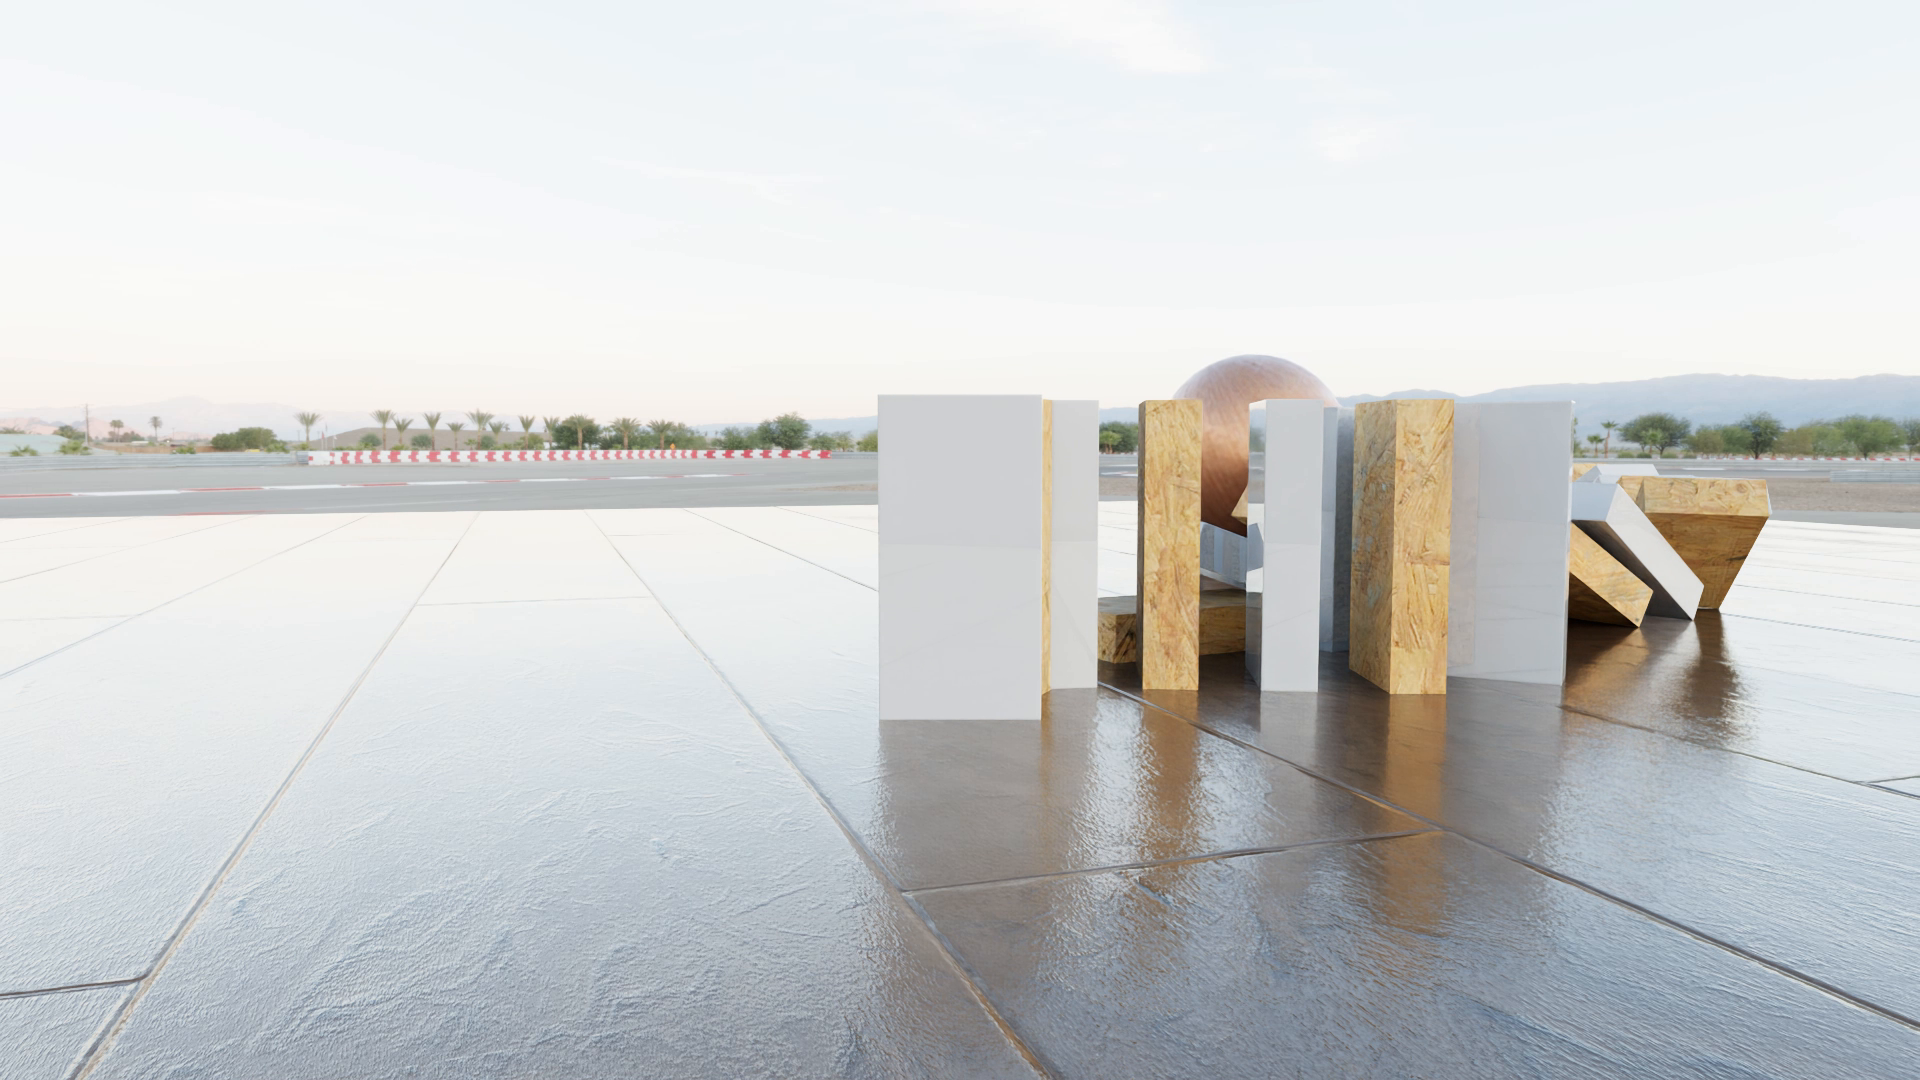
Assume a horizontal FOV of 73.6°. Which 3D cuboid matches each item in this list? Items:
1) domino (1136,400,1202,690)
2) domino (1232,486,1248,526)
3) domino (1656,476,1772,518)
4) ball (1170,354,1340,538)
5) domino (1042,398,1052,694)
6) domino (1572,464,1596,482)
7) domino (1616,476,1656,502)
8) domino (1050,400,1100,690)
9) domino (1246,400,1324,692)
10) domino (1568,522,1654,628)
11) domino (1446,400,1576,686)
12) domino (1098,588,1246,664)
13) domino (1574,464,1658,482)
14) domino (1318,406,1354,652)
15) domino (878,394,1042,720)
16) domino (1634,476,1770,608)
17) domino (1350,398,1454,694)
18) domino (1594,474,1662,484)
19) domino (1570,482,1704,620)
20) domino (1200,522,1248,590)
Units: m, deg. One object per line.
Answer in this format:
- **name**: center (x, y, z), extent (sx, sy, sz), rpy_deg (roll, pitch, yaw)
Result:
- **domino**: center (0.038, 0.000, 0.233), extent (0.010, 0.050, 0.025), rpy_deg (0, 4, 5)
- **domino**: center (0.090, 0.003, 0.297), extent (0.050, 0.010, 0.025), rpy_deg (29, -3, -12)
- **domino**: center (0.187, 0.000, 0.335), extent (0.025, 0.010, 0.050), rpy_deg (3, -26, 8)
- **ball**: center (0.122, -0.038, 0.539), extent (0.080, 0.080, 0.080), rpy_deg (0, 4, 0)
- **domino**: center (0.002, 0.001, 0.221), extent (0.025, 0.050, 0.010), rpy_deg (2, 5, 23)
- **domino**: center (0.193, -0.008, 0.433), extent (0.025, 0.010, 0.050), rpy_deg (-2, -30, -24)
- **domino**: center (0.187, -0.001, 0.355), extent (0.025, 0.009, 0.050), rpy_deg (2, -26, 6)
- **domino**: center (0.017, 0.000, 0.234), extent (0.010, 0.050, 0.025), rpy_deg (-1, 4, -9)
- **domino**: center (0.058, 0.000, 0.231), extent (0.009, 0.050, 0.025), rpy_deg (0, 4, 6)
- **domino**: center (0.135, 0.004, 0.299), extent (0.050, 0.010, 0.025), rpy_deg (31, -11, -26)
- **domino**: center (0.097, 0.000, 0.234), extent (0.025, 0.050, 0.010), rpy_deg (2, 5, 29)
- **domino**: center (0.046, 0.018, 0.271), extent (0.050, 0.010, 0.025), rpy_deg (-2, 5, -28)
- **domino**: center (0.200, -0.007, 0.418), extent (0.025, 0.009, 0.050), rpy_deg (-2, -30, -24)
- **domino**: center (0.084, -0.003, 0.270), extent (0.025, 0.050, 0.010), rpy_deg (-3, 5, -31)
- **domino**: center (0.000, 0.002, 0.201), extent (0.025, 0.050, 0.010), rpy_deg (0, 4, 0)
- **domino**: center (0.179, 0.001, 0.317), extent (0.025, 0.009, 0.050), rpy_deg (3, -27, 19)
- **domino**: center (0.078, 0.000, 0.229), extent (0.010, 0.050, 0.025), rpy_deg (0, 4, 1)
- **domino**: center (0.191, -0.002, 0.374), extent (0.025, 0.010, 0.050), rpy_deg (0, -27, 5)
- **domino**: center (0.154, 0.003, 0.307), extent (0.050, 0.010, 0.025), rpy_deg (34, -16, -33)
- **domino**: center (0.071, 0.008, 0.294), extent (0.050, 0.010, 0.025), rpy_deg (19, -1, -15)
